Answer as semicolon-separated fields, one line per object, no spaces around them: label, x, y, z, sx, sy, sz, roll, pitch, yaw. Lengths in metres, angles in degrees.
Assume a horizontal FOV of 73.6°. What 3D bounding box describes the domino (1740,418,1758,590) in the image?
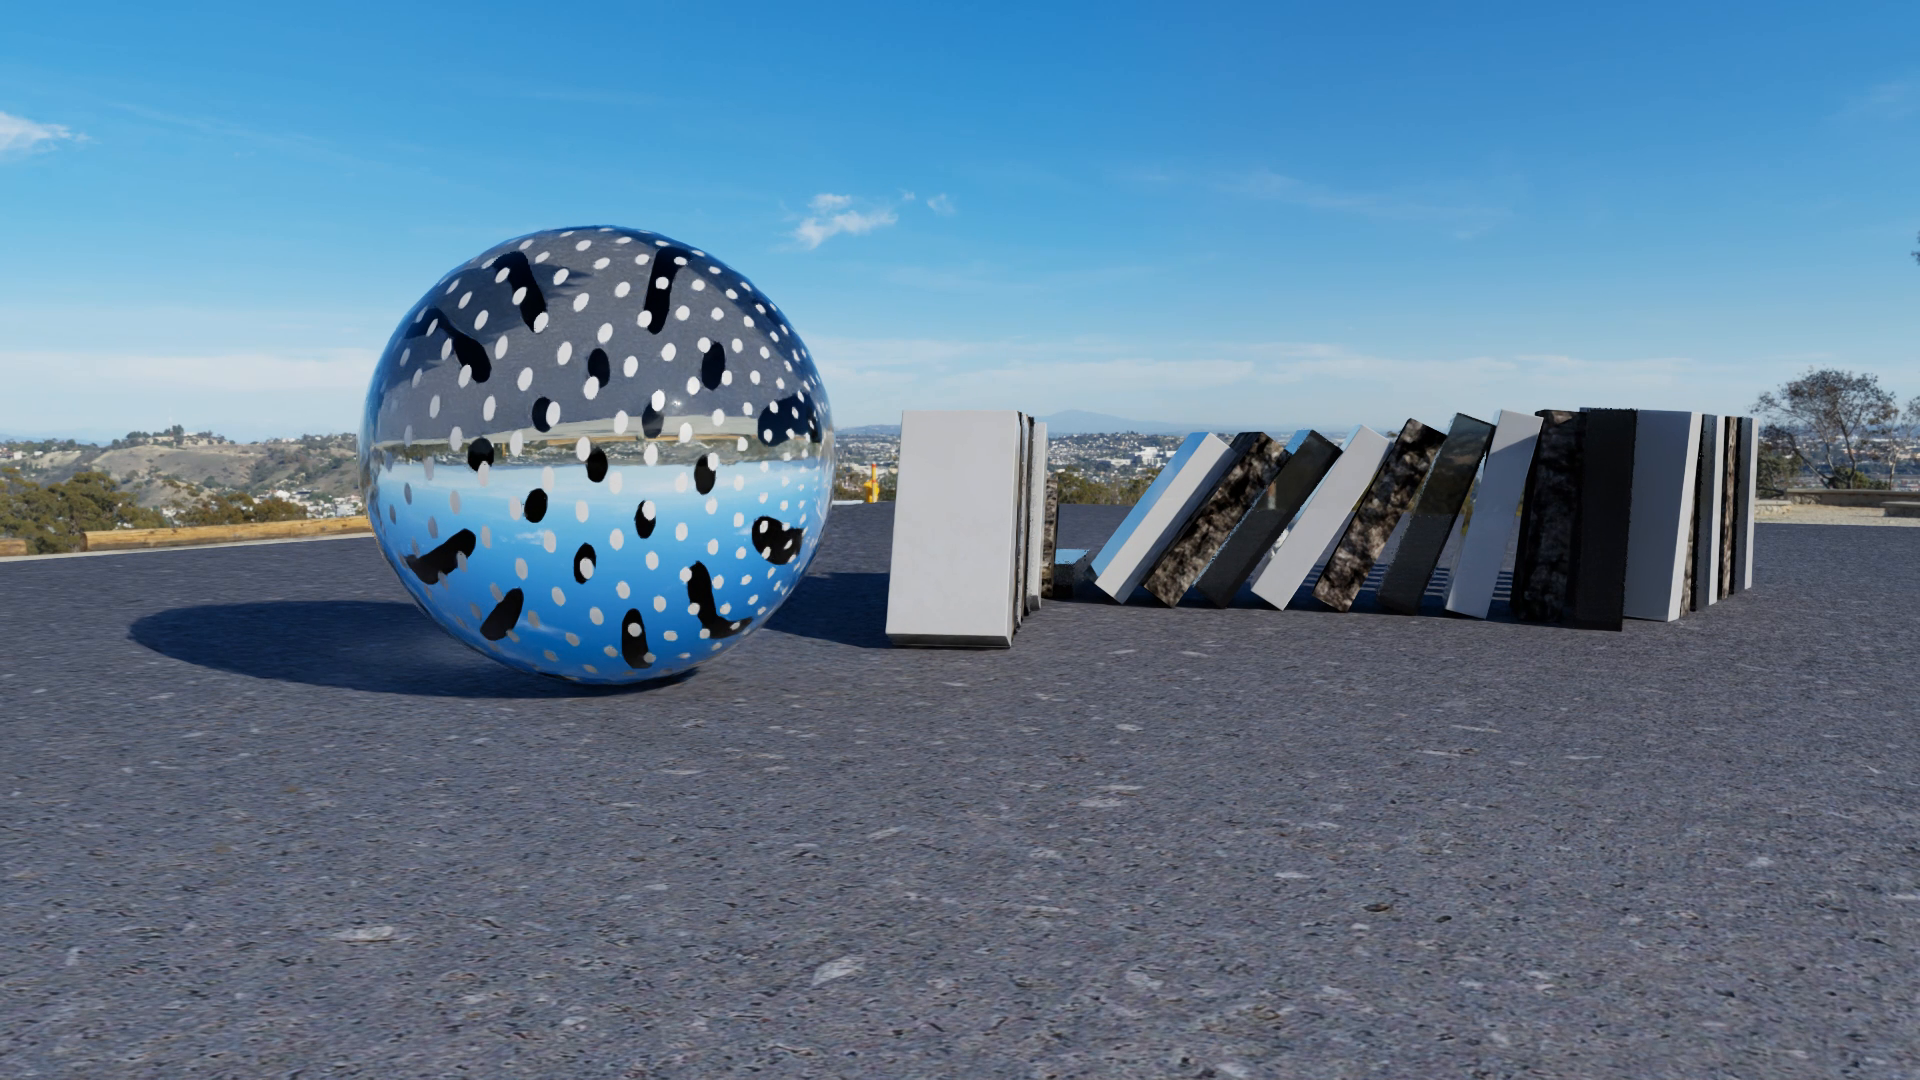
domino;0.223;-0.011;0.385;0.025;0.050;0.009;4;6;41

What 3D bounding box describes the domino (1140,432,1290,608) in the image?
domino;0.066;-0.006;0.343;0.009;0.050;0.025;37;3;-4

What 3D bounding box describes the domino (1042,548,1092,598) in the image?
domino;0.024;0.009;0.380;0.025;0.009;0.050;1;4;12

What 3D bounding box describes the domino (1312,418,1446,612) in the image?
domino;0.108;-0.007;0.330;0.009;0.050;0.025;29;12;13

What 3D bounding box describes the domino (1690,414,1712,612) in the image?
domino;0.180;-0.008;0.336;0.025;0.050;0.009;4;6;41

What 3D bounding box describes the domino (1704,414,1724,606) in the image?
domino;0.191;-0.009;0.348;0.025;0.050;0.009;4;6;41

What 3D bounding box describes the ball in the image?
ball;-0.062;-0.014;0.226;0.080;0.080;0.080;0;4;0

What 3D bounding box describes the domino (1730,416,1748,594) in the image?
domino;0.213;-0.010;0.373;0.025;0.050;0.009;4;6;41

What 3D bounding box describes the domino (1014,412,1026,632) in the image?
domino;0.001;-0.004;0.295;0.025;0.050;0.010;1;-18;8

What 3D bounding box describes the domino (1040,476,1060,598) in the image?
domino;0.014;-0.002;0.360;0.025;0.010;0.050;-1;31;8

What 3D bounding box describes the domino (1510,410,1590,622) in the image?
domino;0.144;-0.006;0.315;0.010;0.050;0.025;7;6;18

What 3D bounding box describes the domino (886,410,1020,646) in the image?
domino;-0.001;-0.003;0.274;0.025;0.050;0.010;1;-18;8

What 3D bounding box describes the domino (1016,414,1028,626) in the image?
domino;0.003;-0.005;0.305;0.025;0.050;0.009;1;-18;8

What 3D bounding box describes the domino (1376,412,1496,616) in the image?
domino;0.120;-0.007;0.326;0.009;0.050;0.025;23;11;16

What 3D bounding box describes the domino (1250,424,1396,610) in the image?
domino;0.094;-0.006;0.335;0.010;0.050;0.025;33;10;8

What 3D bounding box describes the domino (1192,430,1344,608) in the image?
domino;0.080;-0.006;0.340;0.009;0.050;0.025;36;7;3

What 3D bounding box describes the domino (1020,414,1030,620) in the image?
domino;0.004;-0.006;0.315;0.025;0.050;0.009;1;-18;8

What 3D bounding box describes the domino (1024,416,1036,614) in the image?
domino;0.006;-0.007;0.326;0.025;0.050;0.010;1;-20;8

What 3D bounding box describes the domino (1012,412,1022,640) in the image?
domino;0.000;-0.004;0.284;0.025;0.050;0.010;1;-18;8

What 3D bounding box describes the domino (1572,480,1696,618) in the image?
domino;0.170;-0.007;0.324;0.025;0.050;0.009;4;5;41

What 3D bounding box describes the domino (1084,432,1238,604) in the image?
domino;0.054;-0.007;0.350;0.009;0.050;0.025;37;3;-4

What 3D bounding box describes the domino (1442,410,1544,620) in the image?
domino;0.133;-0.007;0.321;0.009;0.050;0.025;15;9;17

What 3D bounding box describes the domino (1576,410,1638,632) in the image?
domino;0.152;-0.005;0.302;0.009;0.050;0.025;4;6;25

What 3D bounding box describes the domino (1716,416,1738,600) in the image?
domino;0.202;-0.009;0.360;0.025;0.050;0.010;4;6;41

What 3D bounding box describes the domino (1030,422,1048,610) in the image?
domino;0.009;-0.007;0.338;0.025;0.050;0.009;1;-25;8

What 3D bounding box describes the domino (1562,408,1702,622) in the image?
domino;0.164;-0.007;0.315;0.025;0.050;0.009;9;8;43
